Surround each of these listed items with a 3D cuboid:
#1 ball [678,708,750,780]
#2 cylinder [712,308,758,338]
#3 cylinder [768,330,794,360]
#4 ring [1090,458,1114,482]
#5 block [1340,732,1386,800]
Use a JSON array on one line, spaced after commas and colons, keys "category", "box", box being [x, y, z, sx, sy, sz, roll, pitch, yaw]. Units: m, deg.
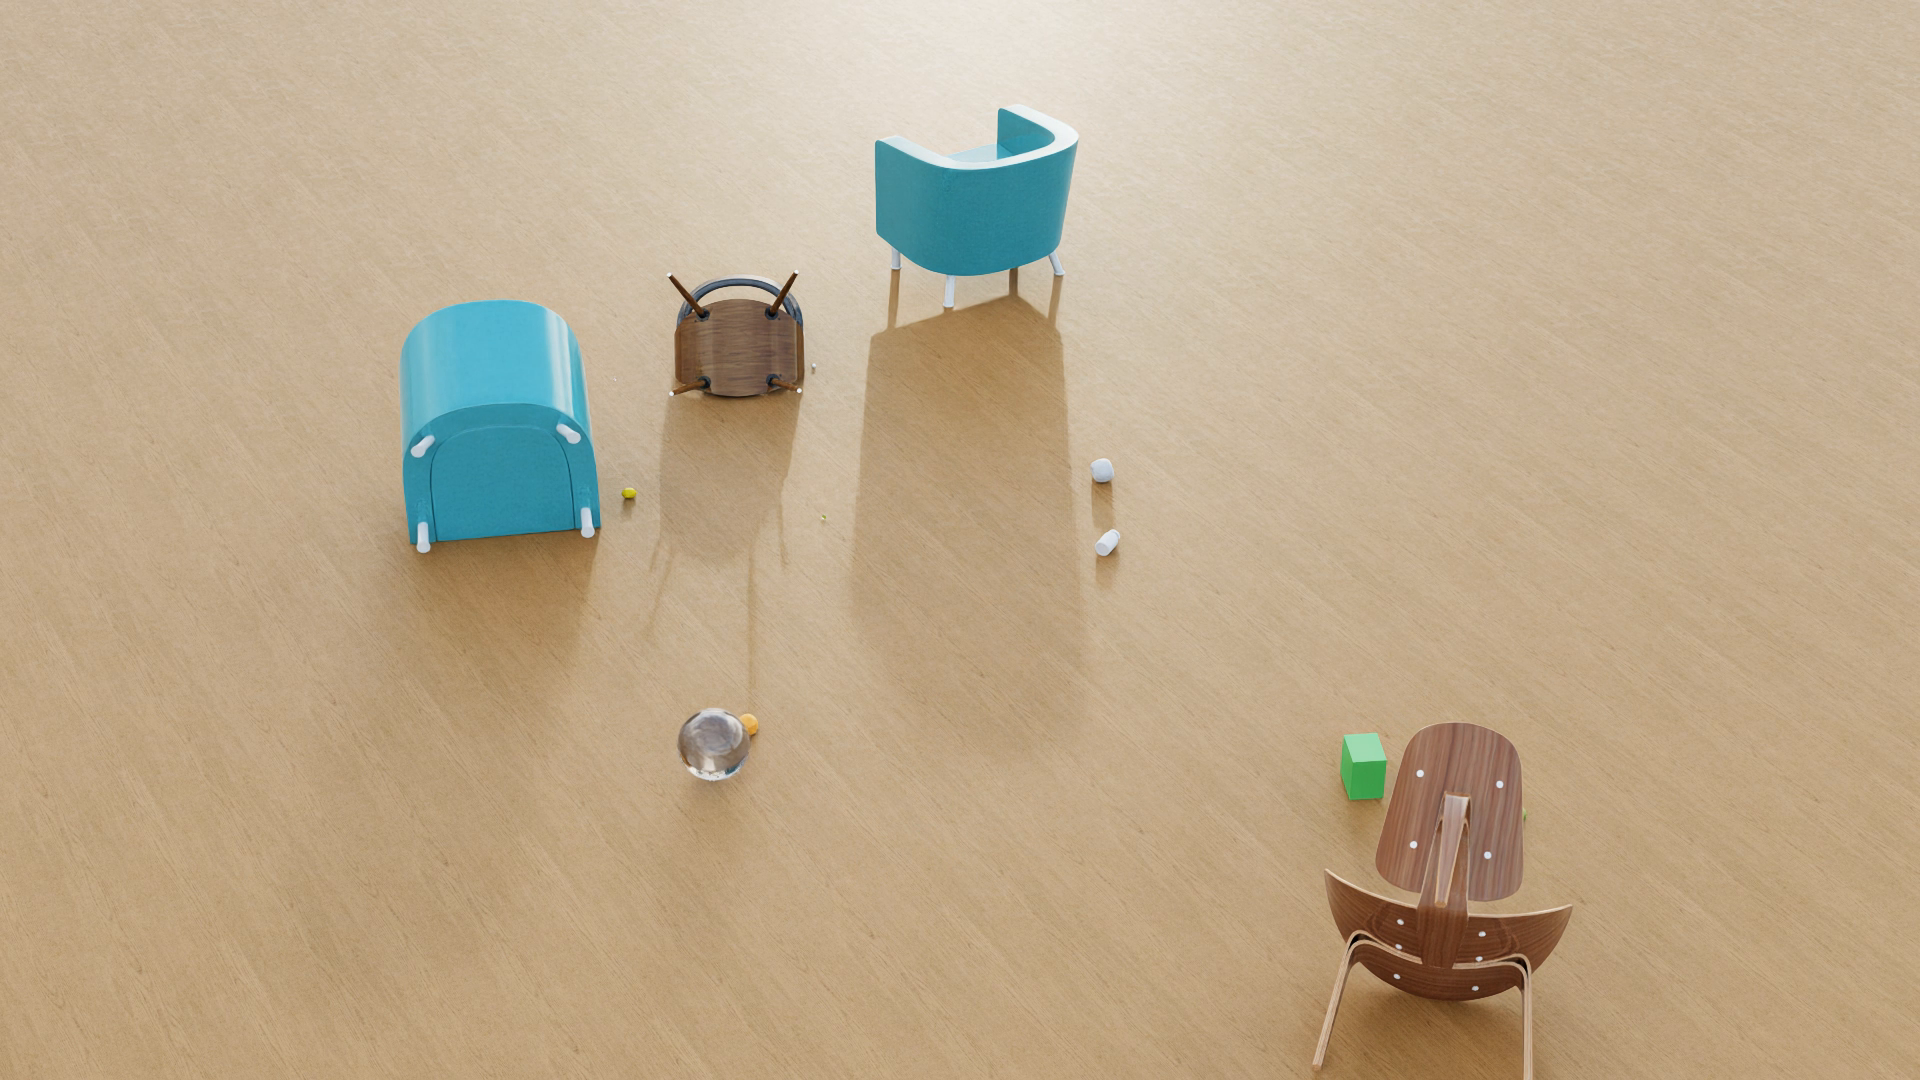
[{"category": "ball", "box": [-0.816, 0.677, 9.700, 0.239, 0.239, 0.239, 0, 33, 0]}, {"category": "cylinder", "box": [-0.936, -0.903, 12.210, 0.172, 0.113, 0.134, 4, 14, 7]}, {"category": "cylinder", "box": [-0.741, -0.807, 12.093, 0.096, 0.083, 0.107, 1, 33, -10]}, {"category": "ring", "box": [0.547, -0.267, 11.277, 0.074, 0.083, 0.121, -17, 26, -5]}, {"category": "block", "box": [1.330, 0.746, 9.670, 0.112, 0.156, 0.148, -3, 34, -5]}]
